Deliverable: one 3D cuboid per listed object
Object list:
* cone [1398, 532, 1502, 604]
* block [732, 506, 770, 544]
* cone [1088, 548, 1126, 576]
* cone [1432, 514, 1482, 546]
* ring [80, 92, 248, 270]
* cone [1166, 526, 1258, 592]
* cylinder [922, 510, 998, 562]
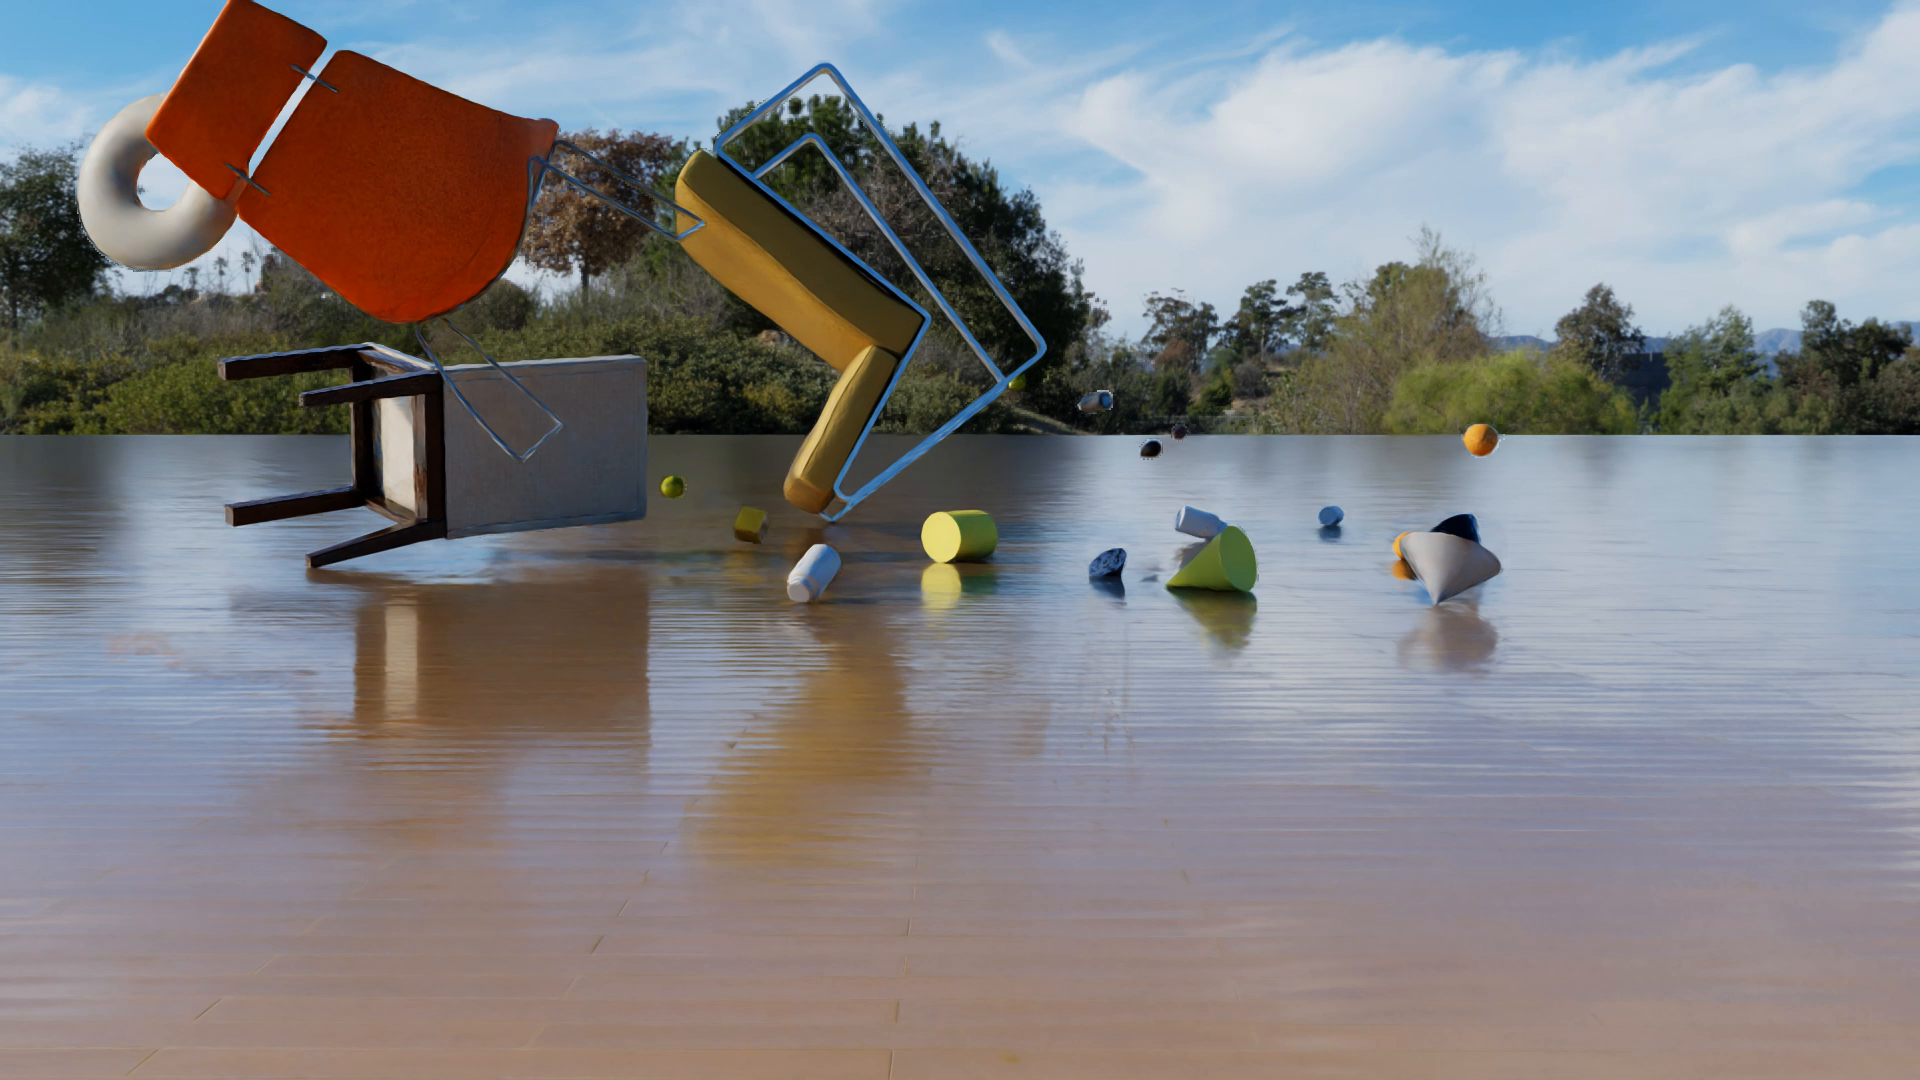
[{"bbox_3d":[1.012,0.085,4.608,0.218,0.115,0.212,5,-27,35],"label":"cone"},{"bbox_3d":[-0.601,-0.042,6.339,0.074,0.075,0.063,13,-32,14],"label":"block"},{"bbox_3d":[0.371,0.069,5.301,0.111,0.078,0.054,-19,-47,35],"label":"cone"},{"bbox_3d":[1.212,0.050,5.269,0.198,0.168,0.145,-27,48,-17],"label":"cone"},{"bbox_3d":[-1.801,-0.811,4.967,0.451,0.417,0.073,-2,-8,18],"label":"ring"},{"bbox_3d":[0.542,0.074,4.949,0.205,0.144,0.164,-22,30,35],"label":"cone"},{"bbox_3d":[-0.001,-0.011,5.759,0.136,0.129,0.147,-4,8,-44],"label":"cylinder"}]
